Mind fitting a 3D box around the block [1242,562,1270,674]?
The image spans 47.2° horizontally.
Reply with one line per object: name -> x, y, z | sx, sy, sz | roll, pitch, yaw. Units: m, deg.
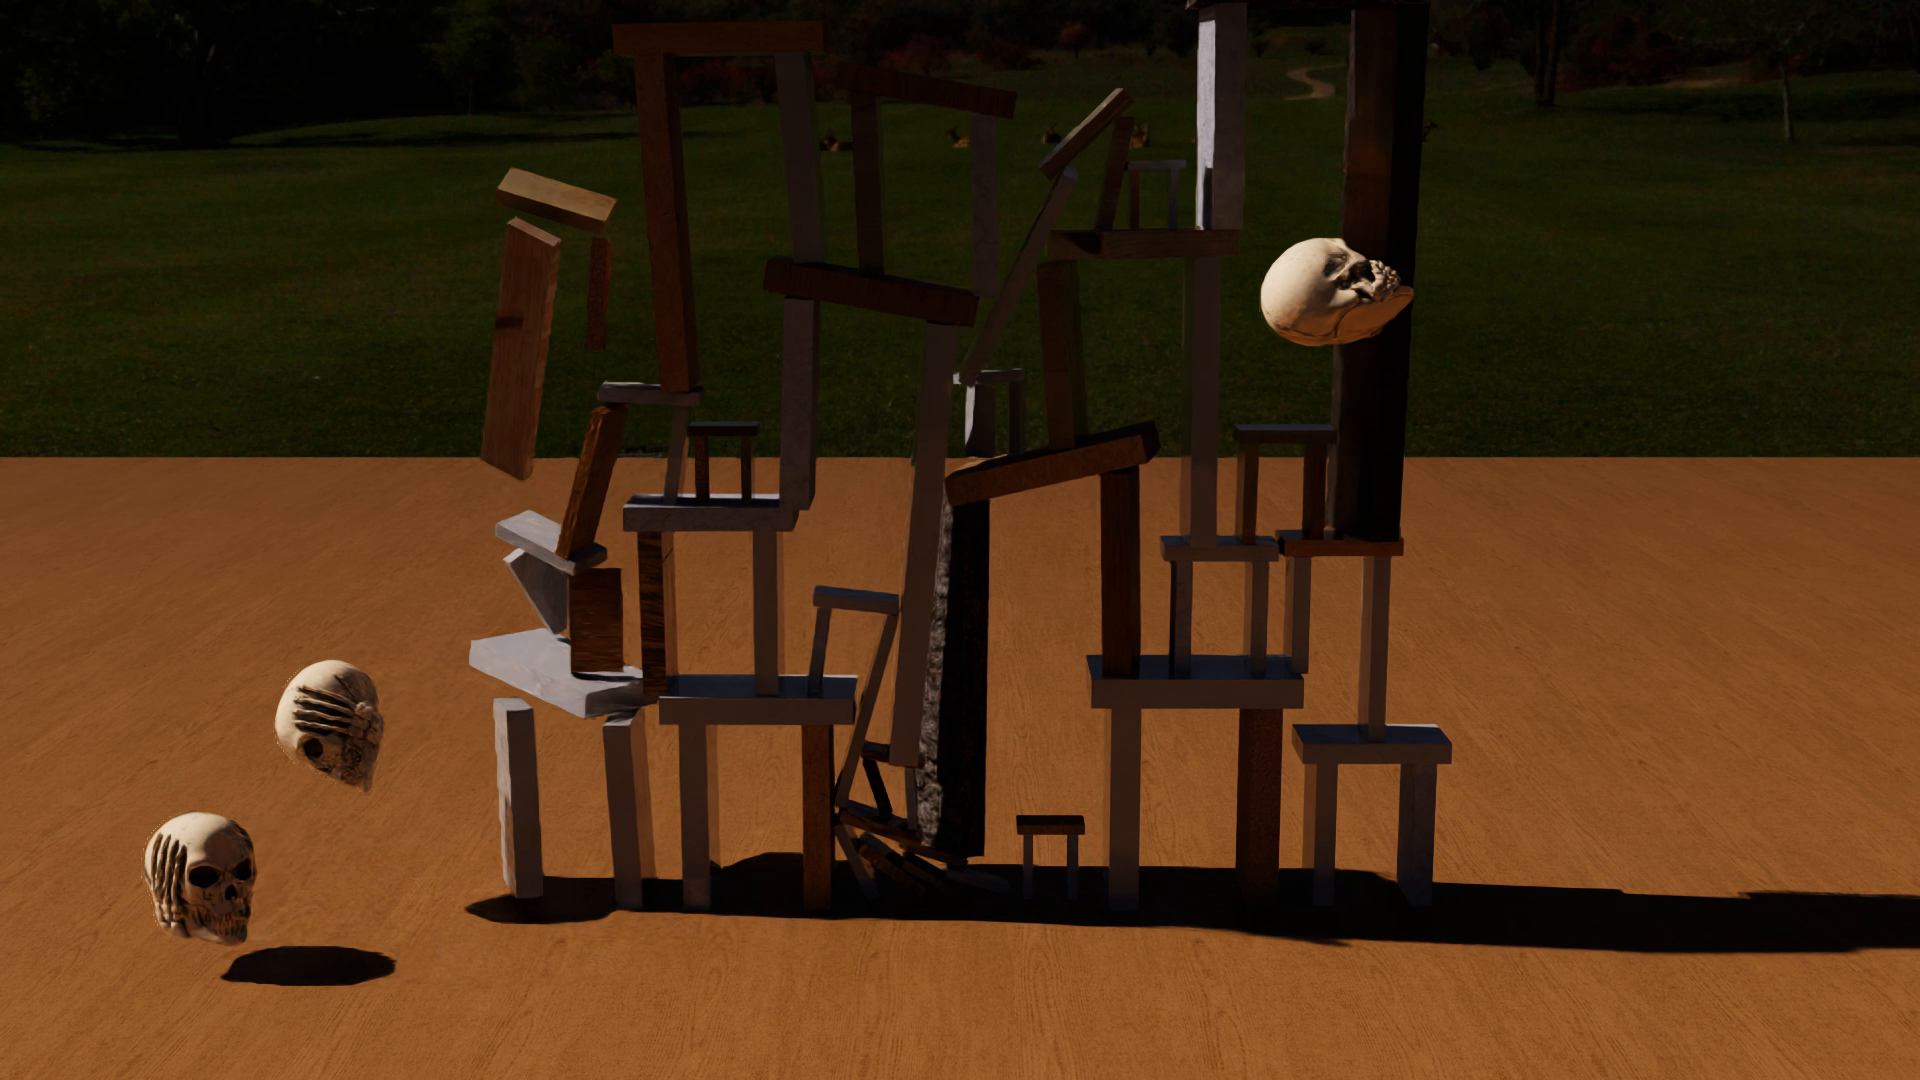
block -> 0.482, 0.117, 3.585 | 0.026, 0.184, 0.092 | 0, 10, 0

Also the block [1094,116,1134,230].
block -> 0.242, -0.578, 3.458 | 0.025, 0.176, 0.088 | 11, 11, -2

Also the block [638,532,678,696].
block -> -0.492, 0.106, 3.583 | 0.038, 0.269, 0.135 | 0, 11, 1

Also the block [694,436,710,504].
block -> -0.415, -0.116, 3.535 | 0.016, 0.110, 0.055 | 0, 11, 0

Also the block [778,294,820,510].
block -> -0.256, -0.225, 3.516 | 0.047, 0.332, 0.166 | 2, 11, -1

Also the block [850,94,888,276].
block -> -0.141, -0.559, 3.454 | 0.039, 0.275, 0.138 | -2, 11, 2

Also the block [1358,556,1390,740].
block -> 0.677, 0.168, 3.598 | 0.027, 0.305, 0.096 | 0, 10, 0

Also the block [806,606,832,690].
block -> -0.229, 0.170, 3.595 | 0.020, 0.139, 0.069 | 8, 10, -1

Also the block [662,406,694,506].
block -> -0.452, -0.141, 3.529 | 0.023, 0.159, 0.080 | 8, 10, -2

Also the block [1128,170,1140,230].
block -> 0.274, -0.536, 3.461 | 0.013, 0.094, 0.047 | 0, 12, -1

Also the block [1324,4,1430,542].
block -> 0.661, -0.421, 3.502 | 0.048, 0.832, 0.171 | -1, 10, -16

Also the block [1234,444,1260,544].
block -> 0.463, -0.080, 3.548 | 0.022, 0.163, 0.077 | 1, 10, -2

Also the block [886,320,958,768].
block -> -0.063, -0.001, 3.556 | 0.047, 0.714, 0.166 | 5, 11, -4

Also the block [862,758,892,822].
block -> -0.136, 0.407, 3.640 | 0.015, 0.106, 0.053 | -18, 10, 3

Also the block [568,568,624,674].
block -> -0.602, 0.134, 3.641 | 0.085, 0.170, 0.024 | -2, -9, -6

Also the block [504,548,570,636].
block -> -0.703, 0.074, 3.765 | 0.085, 0.170, 0.024 | -39, 37, -19

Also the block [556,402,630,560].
block -> -0.597, -0.100, 3.576 | 0.023, 0.274, 0.080 | 27, 28, 14

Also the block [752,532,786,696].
block -> -0.311, 0.106, 3.582 | 0.038, 0.269, 0.135 | 0, 11, 0

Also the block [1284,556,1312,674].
block -> 0.549, 0.113, 3.584 | 0.027, 0.192, 0.096 | 0, 11, 0

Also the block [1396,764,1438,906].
block -> 0.757, 0.471, 3.647 | 0.034, 0.241, 0.121 | 0, 10, 0

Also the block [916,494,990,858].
block -> -0.015, 0.224, 3.704 | 0.047, 0.594, 0.165 | -2, 6, -29

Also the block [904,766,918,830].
block -> -0.081, 0.422, 3.645 | 0.015, 0.106, 0.053 | -3, 10, 1

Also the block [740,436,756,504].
block -> -0.341, -0.116, 3.535 | 0.016, 0.110, 0.055 | -1, 11, 0

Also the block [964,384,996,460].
block -> 0.034, -0.195, 3.629 | 0.017, 0.120, 0.060 | 0, -2, 37

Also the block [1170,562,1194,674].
block -> 0.360, 0.117, 3.585 | 0.026, 0.184, 0.092 | 0, 10, 0

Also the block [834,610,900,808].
block -> -0.155, 0.274, 3.618 | 0.020, 0.335, 0.069 | 15, 10, -6

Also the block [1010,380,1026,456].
block -> 0.095, -0.200, 3.590 | 0.017, 0.120, 0.060 | 1, 8, 11

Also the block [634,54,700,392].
block -> -0.461, -0.500, 3.469 | 0.045, 0.517, 0.160 | -3, 11, 0

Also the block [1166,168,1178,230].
block -> 0.334, -0.537, 3.463 | 0.013, 0.094, 0.047 | 0, 11, 0

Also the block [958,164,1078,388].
block -> 0.092, -0.419, 3.491 | 0.025, 0.374, 0.088 | 25, 21, -6

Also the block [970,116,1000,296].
block -> 0.040, -0.526, 3.458 | 0.039, 0.275, 0.138 | -1, 10, 1

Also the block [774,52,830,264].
block -> -0.247, -0.600, 3.453 | 0.045, 0.319, 0.160 | -5, 10, 1

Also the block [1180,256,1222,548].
block -> 0.384, -0.226, 3.526 | 0.041, 0.459, 0.146 | 0, 10, -1

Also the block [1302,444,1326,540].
block -> 0.571, -0.084, 3.546 | 0.022, 0.154, 0.077 | 0, 10, -1

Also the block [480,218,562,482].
block -> -0.708, -0.299, 3.539 | 0.087, 0.471, 0.025 | 27, 40, 13

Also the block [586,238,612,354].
block -> -0.572, -0.386, 3.479 | 0.025, 0.174, 0.087 | 4, 0, -5

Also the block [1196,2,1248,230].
block -> 0.410, -0.663, 3.457 | 0.048, 0.341, 0.171 | -1, 10, -3

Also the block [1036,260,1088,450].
block -> 0.166, -0.302, 3.541 | 0.041, 0.293, 0.146 | -2, 10, 13

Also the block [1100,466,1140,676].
block -> 0.263, 0.042, 3.589 | 0.047, 0.329, 0.165 | 0, 10, 10
